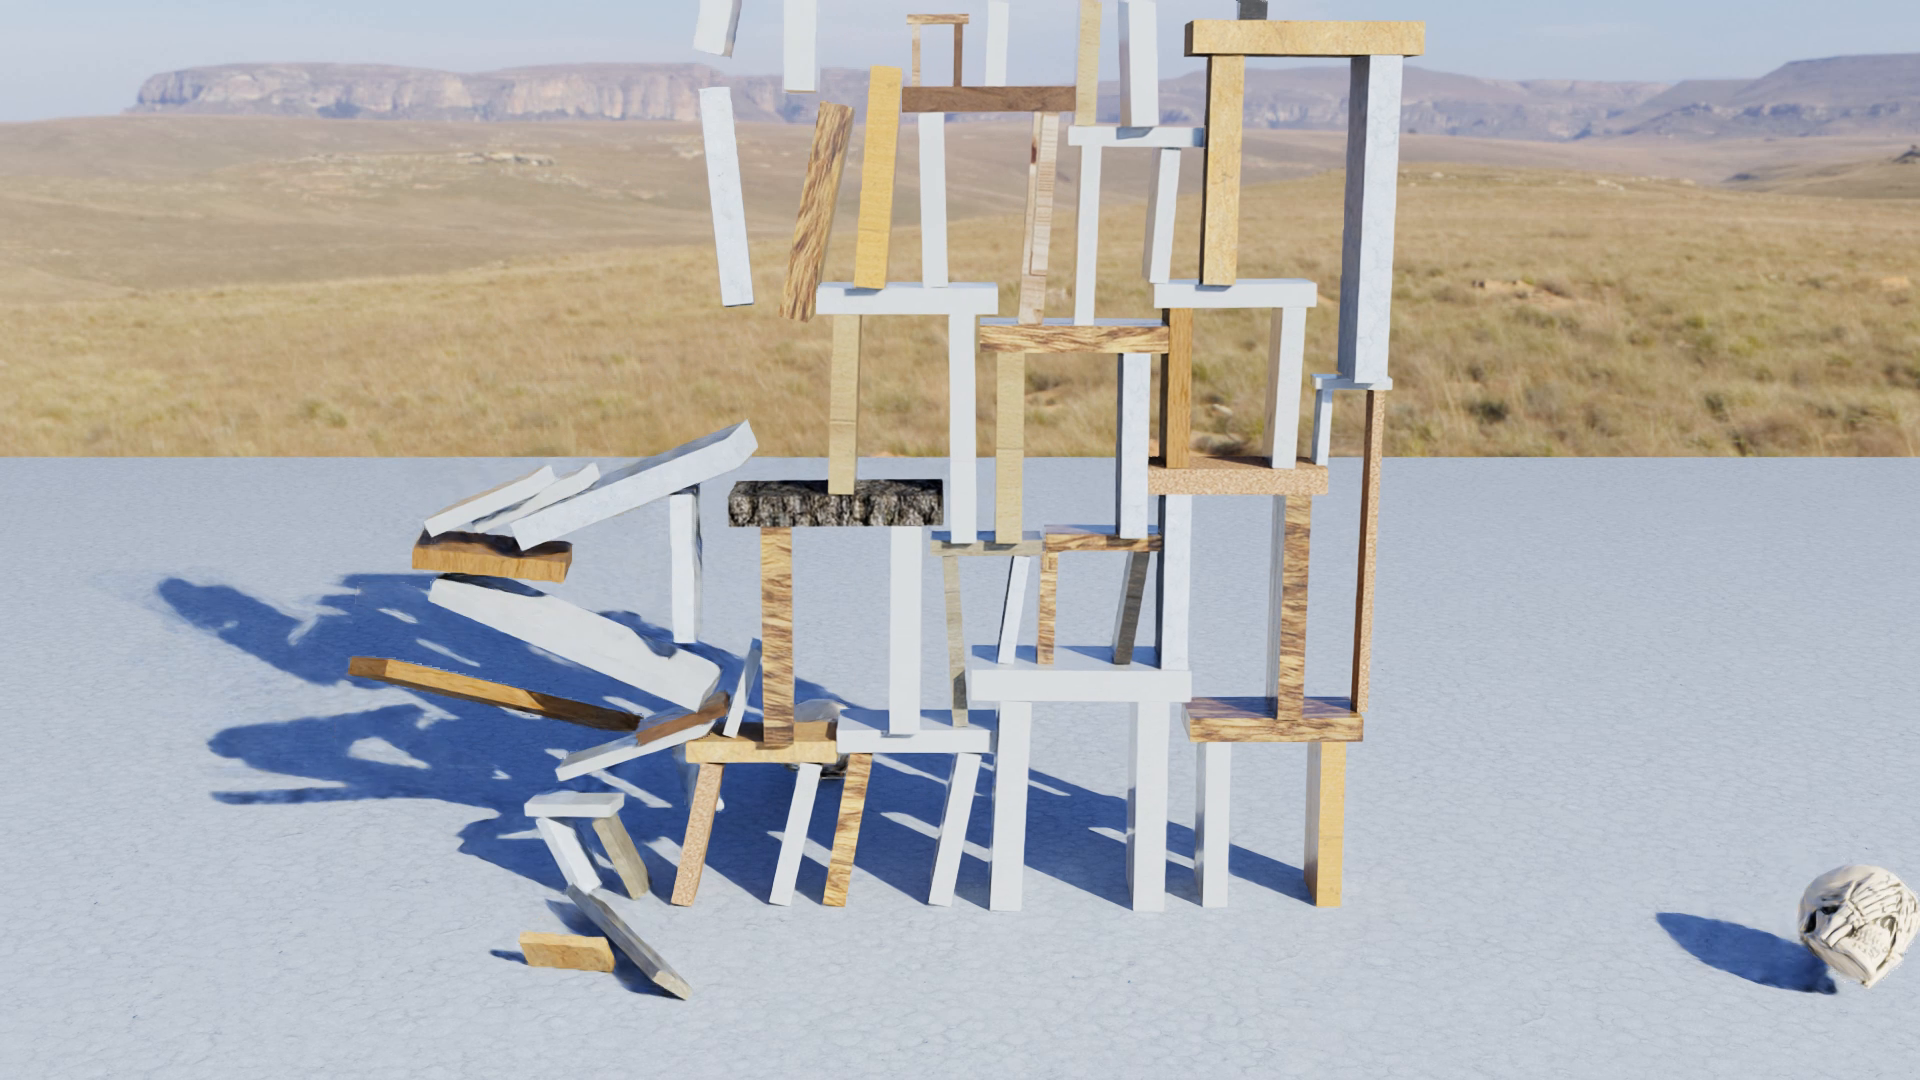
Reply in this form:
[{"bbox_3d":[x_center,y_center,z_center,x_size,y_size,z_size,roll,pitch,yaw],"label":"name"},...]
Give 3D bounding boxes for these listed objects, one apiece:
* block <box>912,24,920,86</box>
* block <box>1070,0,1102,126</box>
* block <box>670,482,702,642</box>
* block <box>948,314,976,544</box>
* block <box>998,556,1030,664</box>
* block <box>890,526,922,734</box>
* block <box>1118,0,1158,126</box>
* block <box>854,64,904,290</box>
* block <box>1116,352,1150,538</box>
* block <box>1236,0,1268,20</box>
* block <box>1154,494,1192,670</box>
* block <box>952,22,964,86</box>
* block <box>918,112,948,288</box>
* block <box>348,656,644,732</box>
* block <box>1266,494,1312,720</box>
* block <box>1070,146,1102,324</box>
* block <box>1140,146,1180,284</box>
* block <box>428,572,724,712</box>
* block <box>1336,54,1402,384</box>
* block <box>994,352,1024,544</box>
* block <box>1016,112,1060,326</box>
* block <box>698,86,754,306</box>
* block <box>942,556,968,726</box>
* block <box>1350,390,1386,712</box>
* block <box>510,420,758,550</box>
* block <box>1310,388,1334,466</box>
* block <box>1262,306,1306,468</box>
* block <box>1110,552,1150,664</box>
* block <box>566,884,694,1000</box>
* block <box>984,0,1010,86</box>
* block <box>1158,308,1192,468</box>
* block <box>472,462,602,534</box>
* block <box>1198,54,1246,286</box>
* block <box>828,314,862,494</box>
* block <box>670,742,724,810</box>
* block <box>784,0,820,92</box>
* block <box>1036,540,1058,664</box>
[{"bbox_3d":[-0.068,-0.752,3.416,0.014,0.096,0.048,0,10,0],"label":"block"},{"bbox_3d":[0.199,-0.786,3.423,0.031,0.278,0.110,3,10,-1],"label":"block"},{"bbox_3d":[-0.444,0.035,3.570,0.034,0.242,0.121,0,10,0],"label":"block"},{"bbox_3d":[0.005,-0.186,3.529,0.040,0.363,0.142,-1,11,0],"label":"block"},{"bbox_3d":[0.087,0.105,3.581,0.025,0.177,0.089,8,10,-1],"label":"block"},{"bbox_3d":[-0.087,0.129,3.582,0.048,0.338,0.169,1,11,0],"label":"block"},{"bbox_3d":[0.271,-0.870,3.397,0.042,0.454,0.147,-3,11,-2],"label":"block"},{"bbox_3d":[-0.126,-0.569,3.448,0.048,0.336,0.168,5,10,-1],"label":"block"},{"bbox_3d":[0.277,-0.161,3.533,0.042,0.294,0.147,0,10,1],"label":"block"},{"bbox_3d":[0.457,-0.947,3.382,0.042,0.294,0.147,3,11,4],"label":"block"},{"bbox_3d":[0.345,0.055,3.568,0.040,0.284,0.142,1,10,0],"label":"block"},{"bbox_3d":[-0.003,-0.753,3.418,0.014,0.096,0.048,1,10,-1],"label":"block"},{"bbox_3d":[-0.042,-0.536,3.461,0.038,0.268,0.134,-1,10,0],"label":"block"},{"bbox_3d":[-0.772,0.264,3.715,0.098,0.028,0.553,0,-13,40],"label":"block"},{"bbox_3d":[0.533,0.096,3.575,0.040,0.367,0.142,1,11,0],"label":"block"},{"bbox_3d":[0.199,-0.483,3.476,0.030,0.275,0.105,2,10,-1],"label":"block"},{"bbox_3d":[0.317,-0.515,3.480,0.030,0.210,0.105,4,10,-4],"label":"block"},{"bbox_3d":[-0.625,0.154,3.597,0.474,0.034,0.121,22,20,3],"label":"block"},{"bbox_3d":[0.644,-0.506,3.464,0.049,0.499,0.175,1,11,0],"label":"block"},{"bbox_3d":[0.079,-0.158,3.534,0.042,0.304,0.147,0,10,0],"label":"block"},{"bbox_3d":[0.122,-0.508,3.467,0.038,0.326,0.134,4,10,0],"label":"block"},{"bbox_3d":[-0.367,-0.536,3.460,0.047,0.331,0.166,-6,6,-5],"label":"block"},{"bbox_3d":[-0.008,0.157,3.589,0.025,0.282,0.089,-4,11,0],"label":"block"},{"bbox_3d":[0.660,0.016,3.564,0.017,0.528,0.061,1,11,0],"label":"block"},{"bbox_3d":[-0.523,-0.090,3.549,0.383,0.048,0.168,-20,11,10],"label":"block"},{"bbox_3d":[0.581,-0.185,3.527,0.017,0.121,0.061,3,11,0],"label":"block"},{"bbox_3d":[0.516,-0.249,3.508,0.036,0.253,0.126,2,10,0],"label":"block"},{"bbox_3d":[0.277,0.101,3.584,0.026,0.185,0.093,9,10,-2],"label":"block"},{"bbox_3d":[-0.513,0.614,3.384,0.067,0.019,0.417,38,-9,-28],"label":"block"},{"bbox_3d":[0.058,-0.816,3.413,0.031,0.220,0.110,3,10,-1],"label":"block"},{"bbox_3d":[0.344,-0.249,3.514,0.036,0.253,0.126,0,11,-1],"label":"block"},{"bbox_3d":[-0.688,-0.069,3.573,0.196,0.028,0.098,-21,11,12],"label":"block"},{"bbox_3d":[0.411,-0.583,3.458,0.049,0.349,0.175,2,11,3],"label":"block"},{"bbox_3d":[-0.183,-0.225,3.520,0.040,0.283,0.142,2,10,-1],"label":"block"},{"bbox_3d":[-0.451,0.404,3.770,0.067,0.133,0.019,-22,-7,40],"label":"block"},{"bbox_3d":[-0.243,-0.863,3.402,0.047,0.331,0.166,1,10,-1],"label":"block"},{"bbox_3d":[0.141,0.101,3.584,0.026,0.185,0.093,2,11,0],"label":"block"}]
